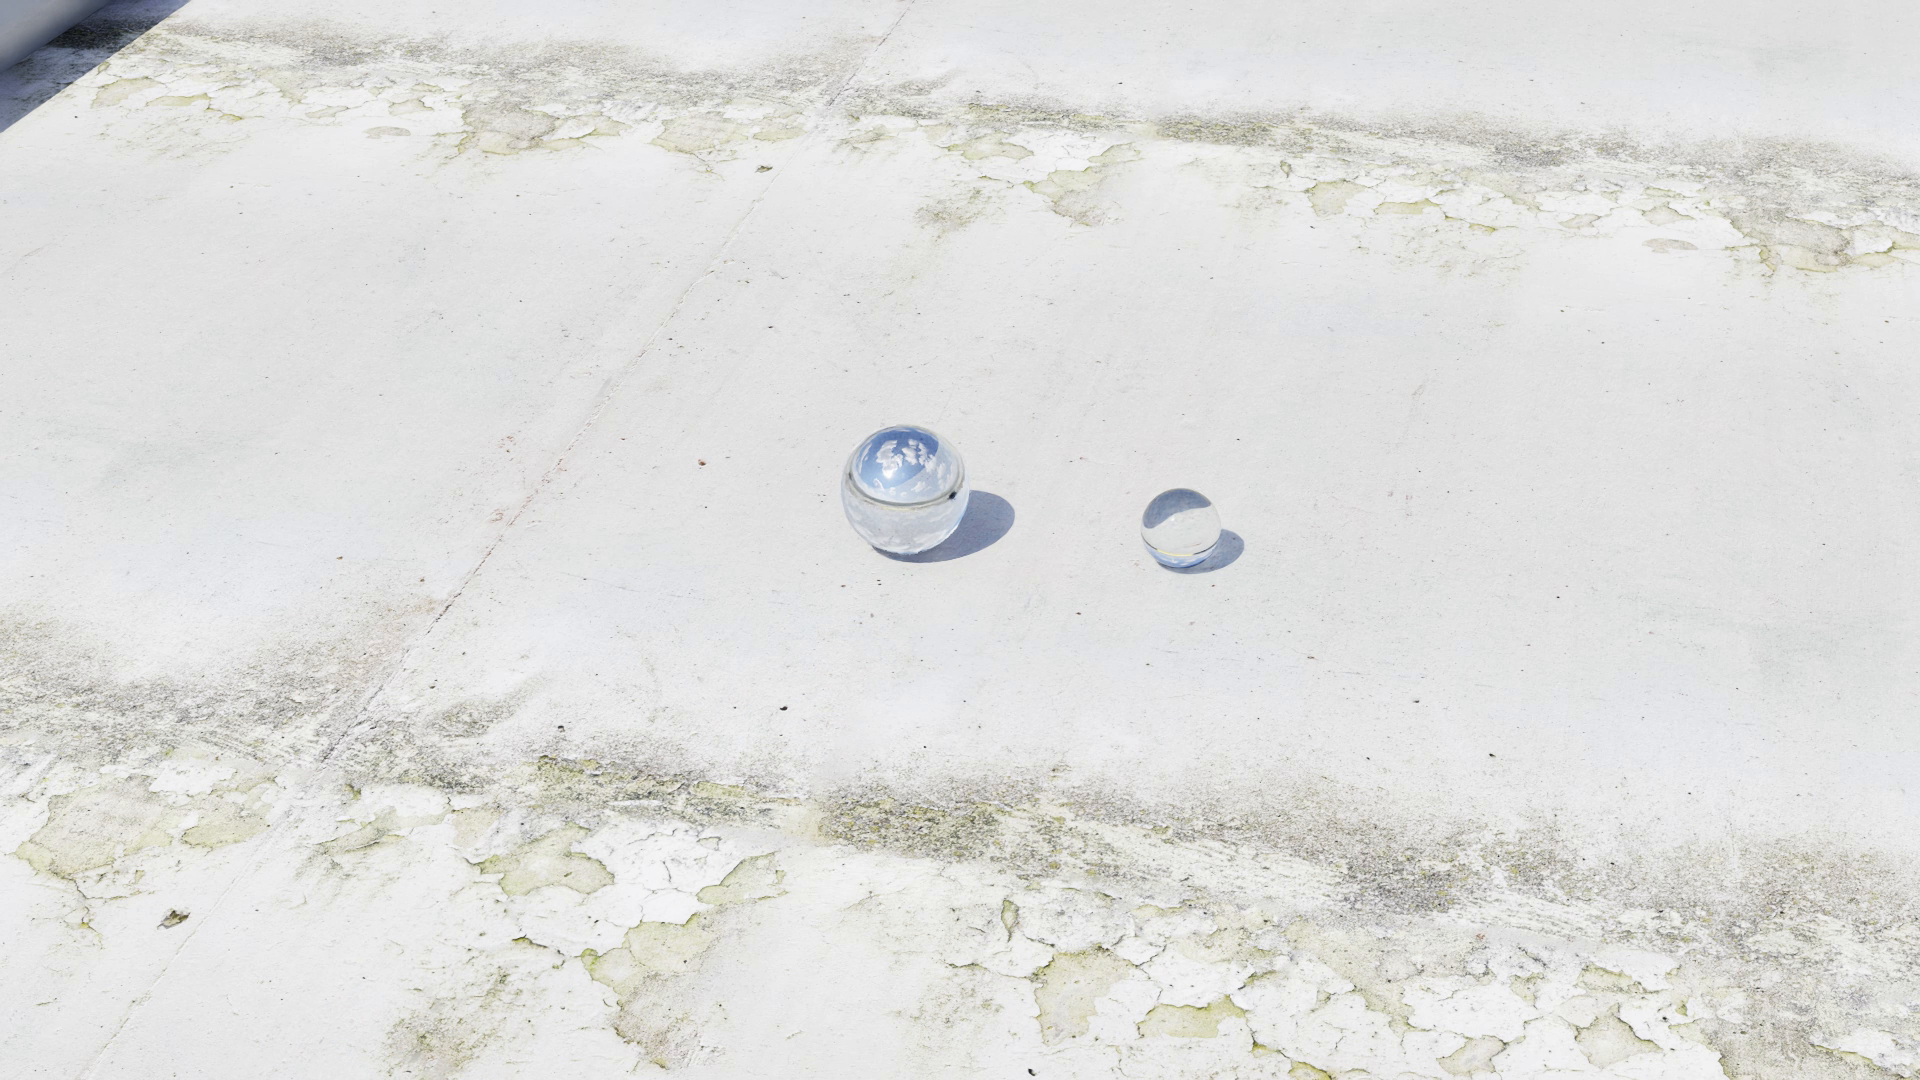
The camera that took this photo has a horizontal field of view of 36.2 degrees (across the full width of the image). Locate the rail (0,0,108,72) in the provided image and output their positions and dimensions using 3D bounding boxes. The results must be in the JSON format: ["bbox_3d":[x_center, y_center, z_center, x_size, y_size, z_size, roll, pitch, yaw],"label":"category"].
[{"bbox_3d":[-0.725,-0.559,2.642,0.045,0.119,3.645,6,30,12],"label":"rail"}]

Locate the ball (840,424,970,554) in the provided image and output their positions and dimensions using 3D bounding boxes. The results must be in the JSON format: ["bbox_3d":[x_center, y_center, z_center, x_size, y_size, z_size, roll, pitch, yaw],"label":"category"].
[{"bbox_3d":[-0.032,-0.030,1.729,0.077,0.077,0.077,0,29,0],"label":"ball"}]

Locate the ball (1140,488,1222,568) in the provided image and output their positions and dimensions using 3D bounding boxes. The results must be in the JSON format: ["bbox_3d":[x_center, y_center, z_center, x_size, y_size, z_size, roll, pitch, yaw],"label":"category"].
[{"bbox_3d":[0.129,-0.007,1.718,0.047,0.047,0.047,0,29,0],"label":"ball"}]
